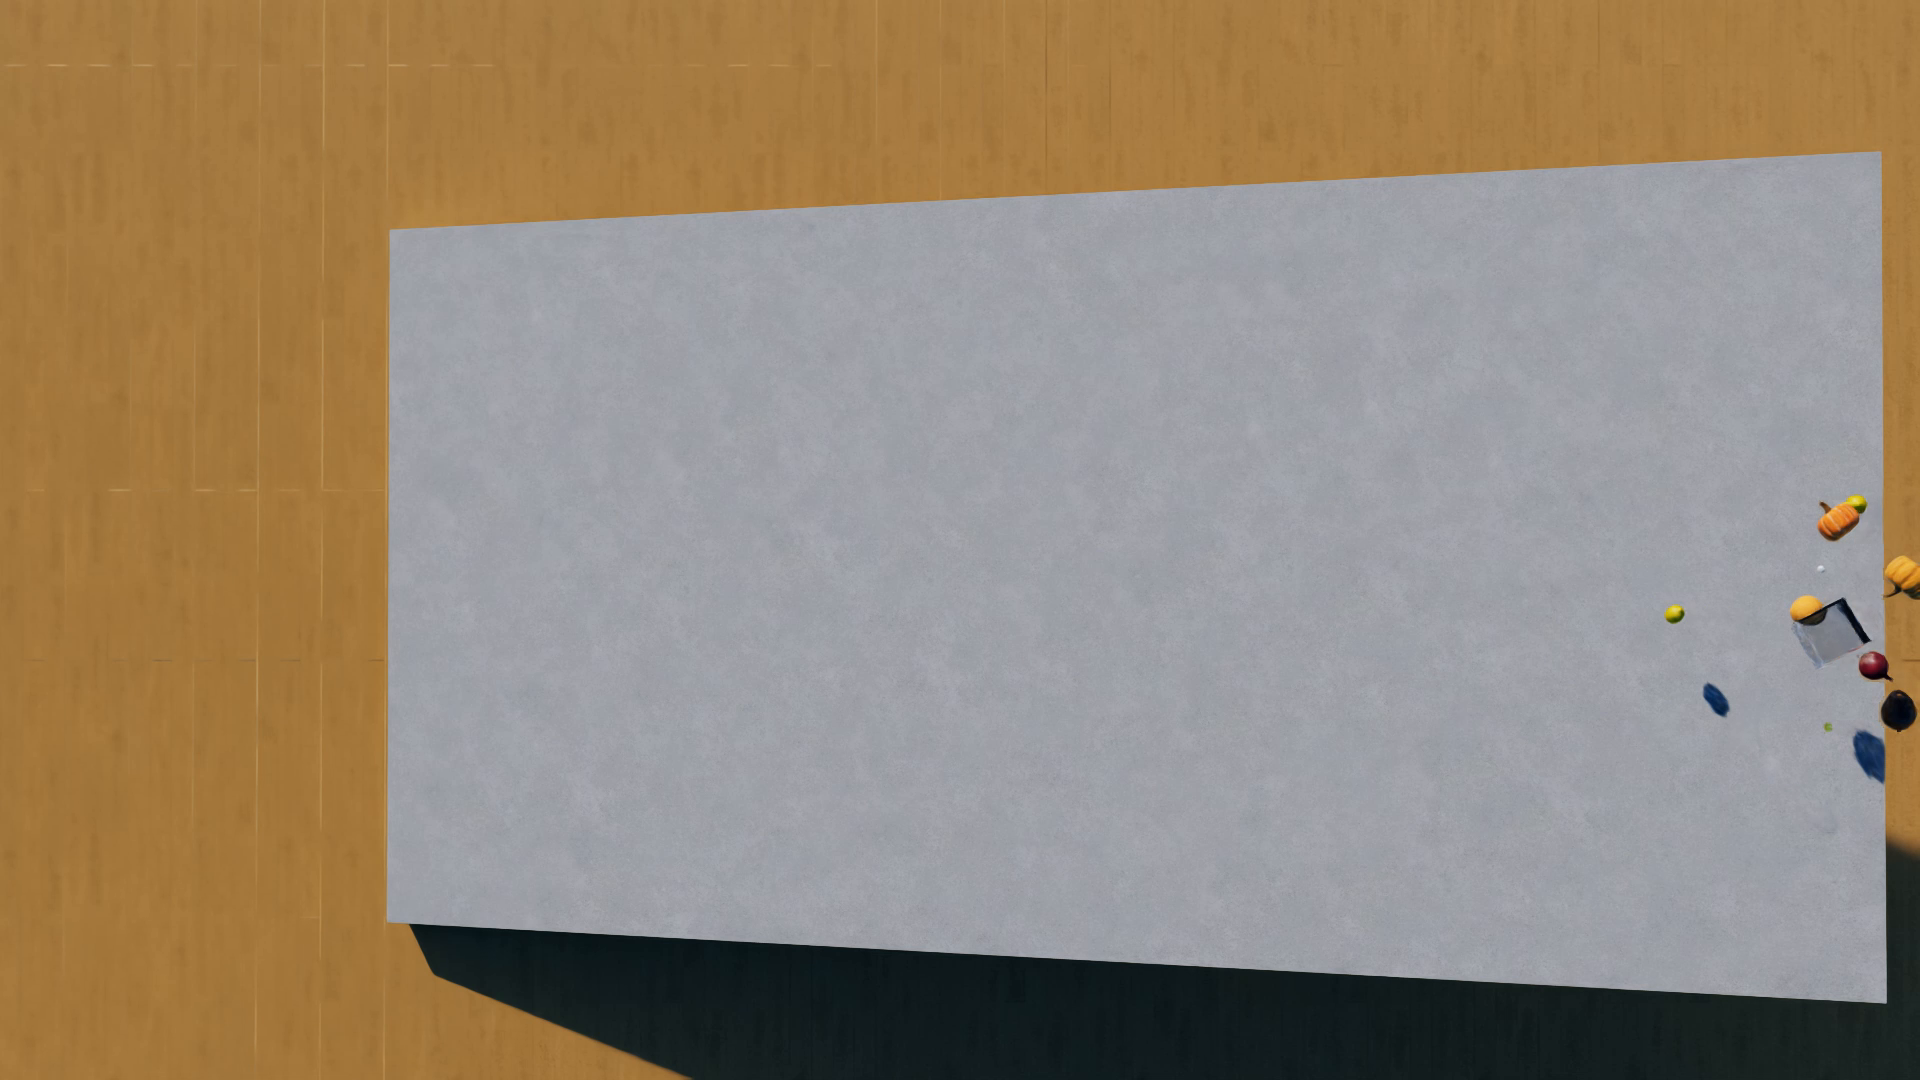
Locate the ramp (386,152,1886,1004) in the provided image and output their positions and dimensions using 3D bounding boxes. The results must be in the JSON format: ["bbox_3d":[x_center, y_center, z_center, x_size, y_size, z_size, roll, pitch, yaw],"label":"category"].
[{"bbox_3d":[0.274,0.094,5.803,4.000,0.100,2.000,0,89,17],"label":"ramp"}]

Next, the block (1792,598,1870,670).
[{"bbox_3d":[1.738,0.188,4.393,0.098,0.098,0.098,-28,74,6],"label":"block"}]
